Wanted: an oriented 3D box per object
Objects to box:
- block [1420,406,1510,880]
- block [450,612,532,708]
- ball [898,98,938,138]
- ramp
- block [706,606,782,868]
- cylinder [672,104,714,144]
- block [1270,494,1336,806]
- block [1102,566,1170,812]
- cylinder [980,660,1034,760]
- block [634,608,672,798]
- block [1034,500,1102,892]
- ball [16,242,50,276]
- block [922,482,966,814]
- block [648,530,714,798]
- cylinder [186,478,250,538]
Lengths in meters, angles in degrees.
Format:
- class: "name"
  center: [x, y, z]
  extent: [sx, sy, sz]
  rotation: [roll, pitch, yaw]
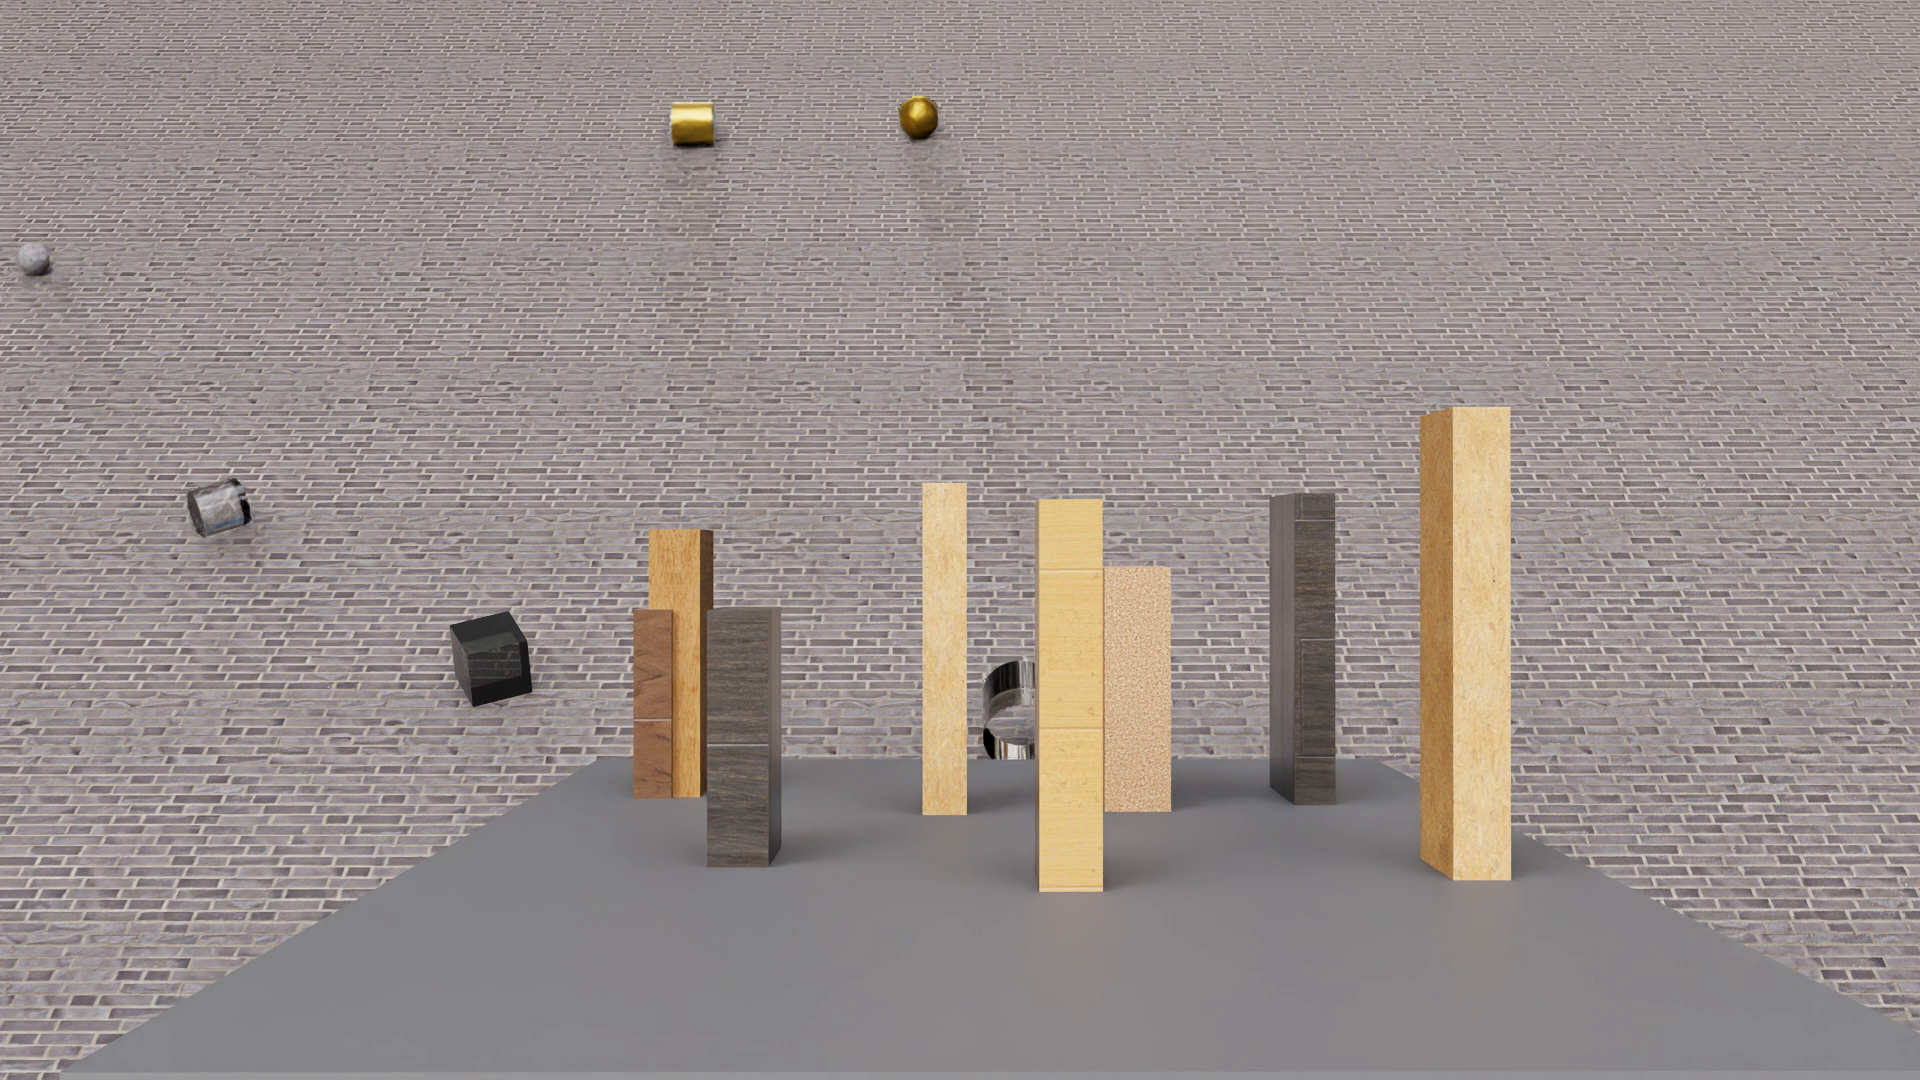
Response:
- class: "block"
  center: [0.851, 0.169, 4.374]
  extent: [0.094, 0.772, 0.304]
  rotation: [0, 0, 0]
- class: "block"
  center: [-1.283, 0.325, 7.084]
  extent: [0.168, 0.168, 0.168]
  rotation: [-14, 33, -22]
- class: "ball"
  center: [-0.168, -1.717, 10.542]
  extent: [0.163, 0.163, 0.163]
  rotation: [0, 31, 0]
- class: "ramp"
  center: [0.068, 0.607, 4.674]
  extent: [2.000, 0.100, 4.000]
  rotation: [0, 0, 0]
- class: "block"
  center: [-0.377, 0.339, 4.555]
  extent: [0.105, 0.436, 0.316]
  rotation: [0, 0, 0]
- class: "cylinder"
  center: [-1.081, -1.685, 10.486]
  extent: [0.163, 0.163, 0.163]
  rotation: [-2, 31, -2]
- class: "block"
  center: [0.748, 0.231, 5.676]
  extent: [0.087, 0.659, 0.435]
  rotation: [0, 0, 0]
- class: "block"
  center: [0.366, 0.309, 5.552]
  extent: [0.136, 0.502, 0.439]
  rotation: [0, 0, 0]
- class: "cylinder"
  center: [0.164, 0.462, 6.811]
  extent: [0.210, 0.210, 0.210]
  rotation: [-1, 28, -2]
- class: "block"
  center: [-0.667, 0.356, 5.753]
  extent: [0.082, 0.410, 0.279]
  rotation: [0, 0, 0]
- class: "block"
  center: [0.175, 0.246, 4.206]
  extent: [0.100, 0.619, 0.243]
  rotation: [0, 0, 0]
- class: "ball"
  center: [-3.368, -1.022, 9.412]
  extent: [0.116, 0.116, 0.116]
  rotation: [0, 31, 0]
- class: "block"
  center: [-0.031, 0.222, 5.429]
  extent: [0.090, 0.676, 0.324]
  rotation: [0, 0, 0]
- class: "block"
  center: [-0.623, 0.270, 5.799]
  extent: [0.112, 0.584, 0.310]
  rotation: [0, 0, 0]
- class: "cylinder"
  center: [-2.239, -0.097, 7.821]
  extent: [0.143, 0.143, 0.143]
  rotation: [-19, 35, -29]
